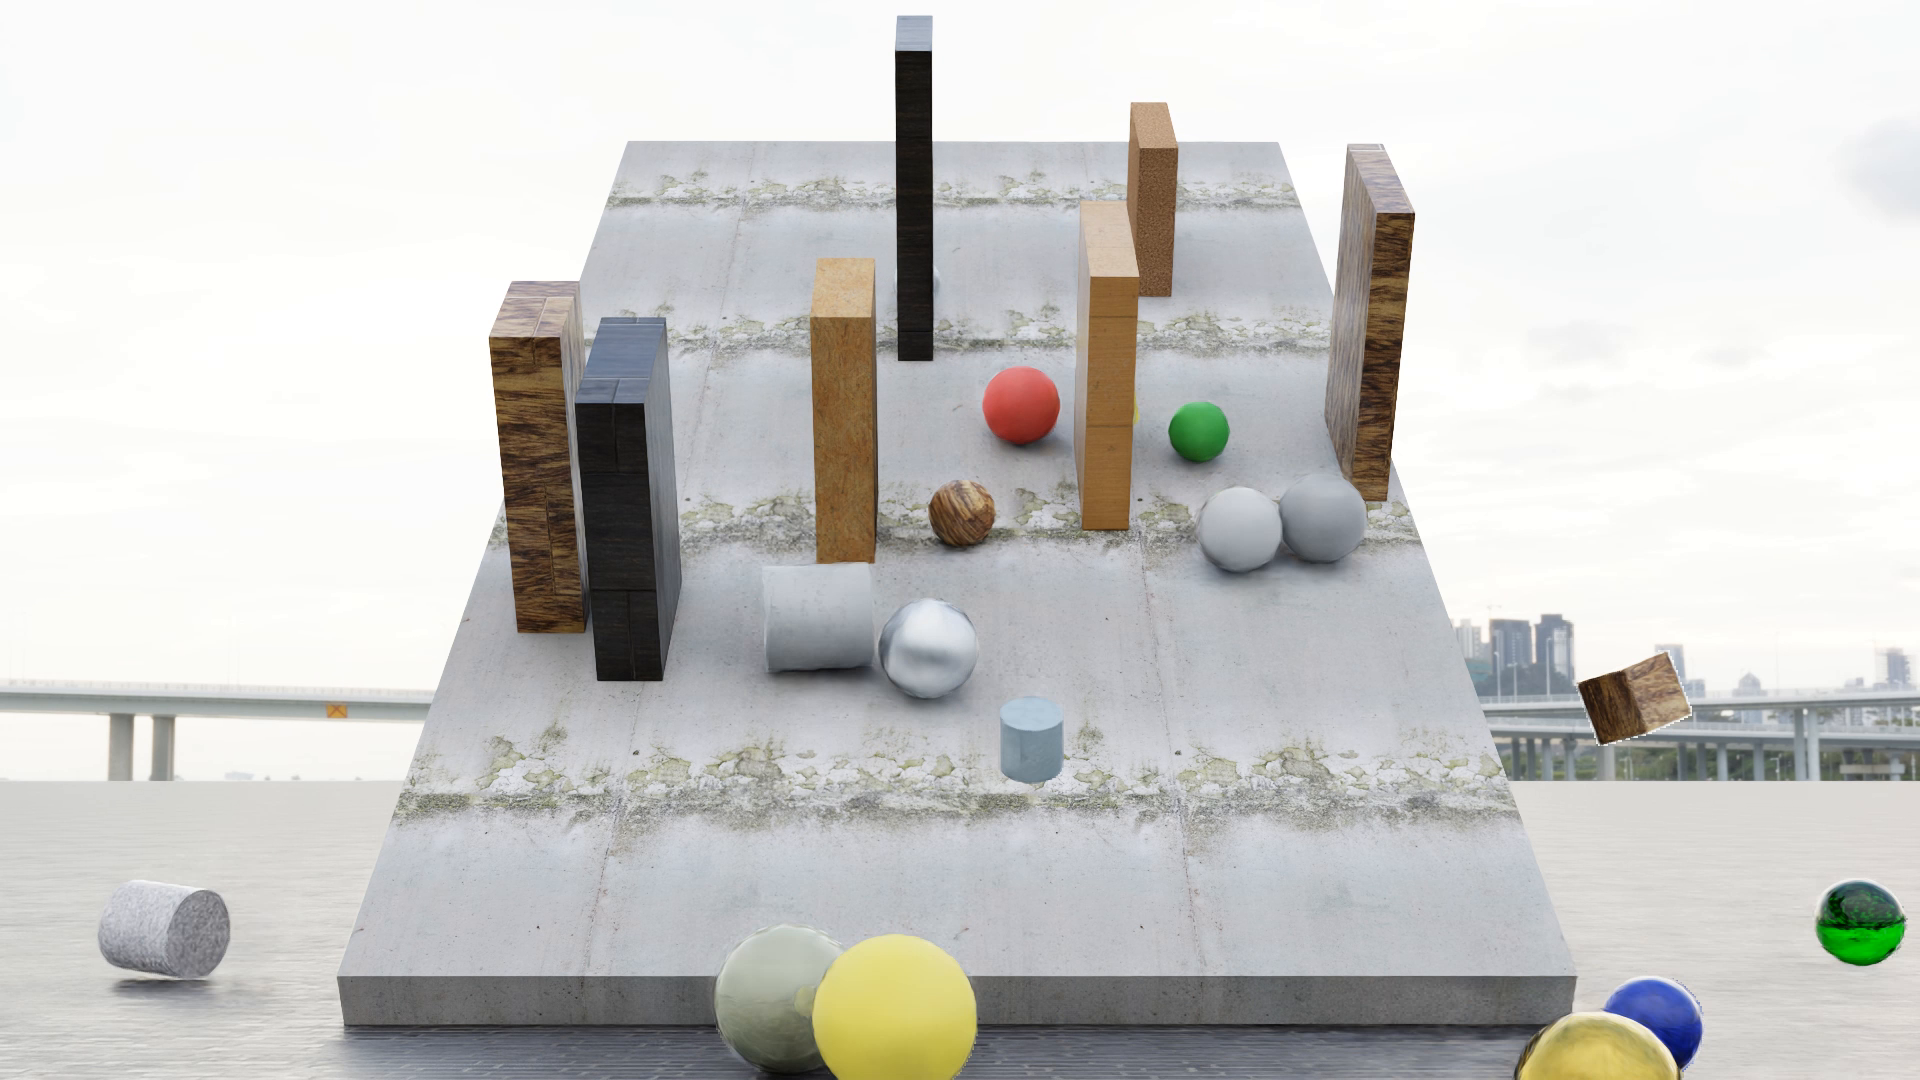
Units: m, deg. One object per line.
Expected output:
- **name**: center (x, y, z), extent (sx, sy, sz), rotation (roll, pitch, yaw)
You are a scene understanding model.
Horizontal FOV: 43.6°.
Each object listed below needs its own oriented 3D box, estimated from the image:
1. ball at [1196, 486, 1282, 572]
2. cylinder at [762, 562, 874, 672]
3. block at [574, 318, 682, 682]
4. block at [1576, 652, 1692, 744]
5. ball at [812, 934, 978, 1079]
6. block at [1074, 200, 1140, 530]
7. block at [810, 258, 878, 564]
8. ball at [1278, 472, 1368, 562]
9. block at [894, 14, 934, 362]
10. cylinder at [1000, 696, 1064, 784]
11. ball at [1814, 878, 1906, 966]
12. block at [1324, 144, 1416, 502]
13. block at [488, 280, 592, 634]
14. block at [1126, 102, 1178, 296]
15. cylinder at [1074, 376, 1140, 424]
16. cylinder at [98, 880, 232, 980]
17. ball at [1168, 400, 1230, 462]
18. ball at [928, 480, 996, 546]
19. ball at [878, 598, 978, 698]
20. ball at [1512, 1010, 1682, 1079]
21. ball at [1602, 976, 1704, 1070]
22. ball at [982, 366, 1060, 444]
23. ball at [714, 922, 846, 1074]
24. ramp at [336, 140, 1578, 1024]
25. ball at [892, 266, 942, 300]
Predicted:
- **ball**: center (0.582, -0.022, 5.000), extent (0.178, 0.178, 0.178), rotation (0, -6, 0)
- **cylinder**: center (-0.277, 0.148, 4.659), extent (0.204, 0.204, 0.204), rotation (-3, -5, -6)
- **block**: center (-0.639, -0.081, 4.667), extent (0.126, 0.596, 0.389), rotation (0, 29, 0)
- **block**: center (1.652, 0.387, 5.882), extent (0.161, 0.161, 0.161), rotation (-17, -6, -32)
- **ball**: center (-0.081, 0.597, 3.003), extent (0.206, 0.206, 0.206), rotation (0, -6, 0)
- **block**: center (0.314, -0.383, 5.227), extent (0.100, 0.591, 0.432), rotation (0, 29, 0)
- **block**: center (-0.240, -0.272, 5.050), extent (0.121, 0.563, 0.312), rotation (0, 29, 0)
- **ball**: center (0.760, -0.047, 5.037), extent (0.188, 0.188, 0.188), rotation (0, -6, 0)
- **block**: center (-0.110, -0.858, 5.881), extent (0.088, 0.790, 0.285), rotation (0, 29, 0)
- **cylinder**: center (0.129, 0.364, 4.363), extent (0.114, 0.114, 0.114), rotation (0, 29, 0)
- **ball**: center (1.925, 0.817, 5.135), extent (0.186, 0.186, 0.186), rotation (0, -6, 0)
- **block**: center (0.904, -0.486, 5.328), extent (0.080, 0.677, 0.429), rotation (0, 29, 0)
- **block**: center (-0.817, -0.163, 4.762), extent (0.134, 0.646, 0.274), rotation (0, 29, 0)
- **block**: center (0.506, -0.907, 6.369), extent (0.099, 0.409, 0.365), rotation (0, 29, 0)
- **cylinder**: center (0.343, -0.333, 5.575), extent (0.130, 0.130, 0.130), rotation (-10, 28, 5)
- **cylinder**: center (-1.591, 0.780, 4.800), extent (0.179, 0.179, 0.179), rotation (3, -4, 26)
- **ball**: center (0.544, -0.247, 5.451), extent (0.138, 0.138, 0.138), rotation (0, -6, 0)
- **ball**: center (0.004, -0.058, 5.098), extent (0.143, 0.143, 0.143), rotation (0, -6, 0)
- **ball**: center (-0.060, 0.206, 4.568), extent (0.190, 0.190, 0.190), rotation (0, -6, 0)
- **ball**: center (0.639, 0.557, 2.401), extent (0.169, 0.169, 0.169), rotation (0, -6, 0)
- **ball**: center (0.936, 0.657, 3.243), extent (0.134, 0.134, 0.134), rotation (0, -6, 0)
- **ball**: center (0.141, -0.311, 5.521), extent (0.179, 0.179, 0.179), rotation (0, -6, 0)
- **ball**: center (-0.234, 0.626, 3.276), extent (0.203, 0.203, 0.203), rotation (0, -6, 0)
- **ramp**: center (-0.012, -0.218, 5.641), extent (2.000, 0.100, 4.000), rotation (0, 29, 0)
- **ball**: center (-0.111, -0.667, 6.222), extent (0.126, 0.126, 0.126), rotation (0, -6, 0)
